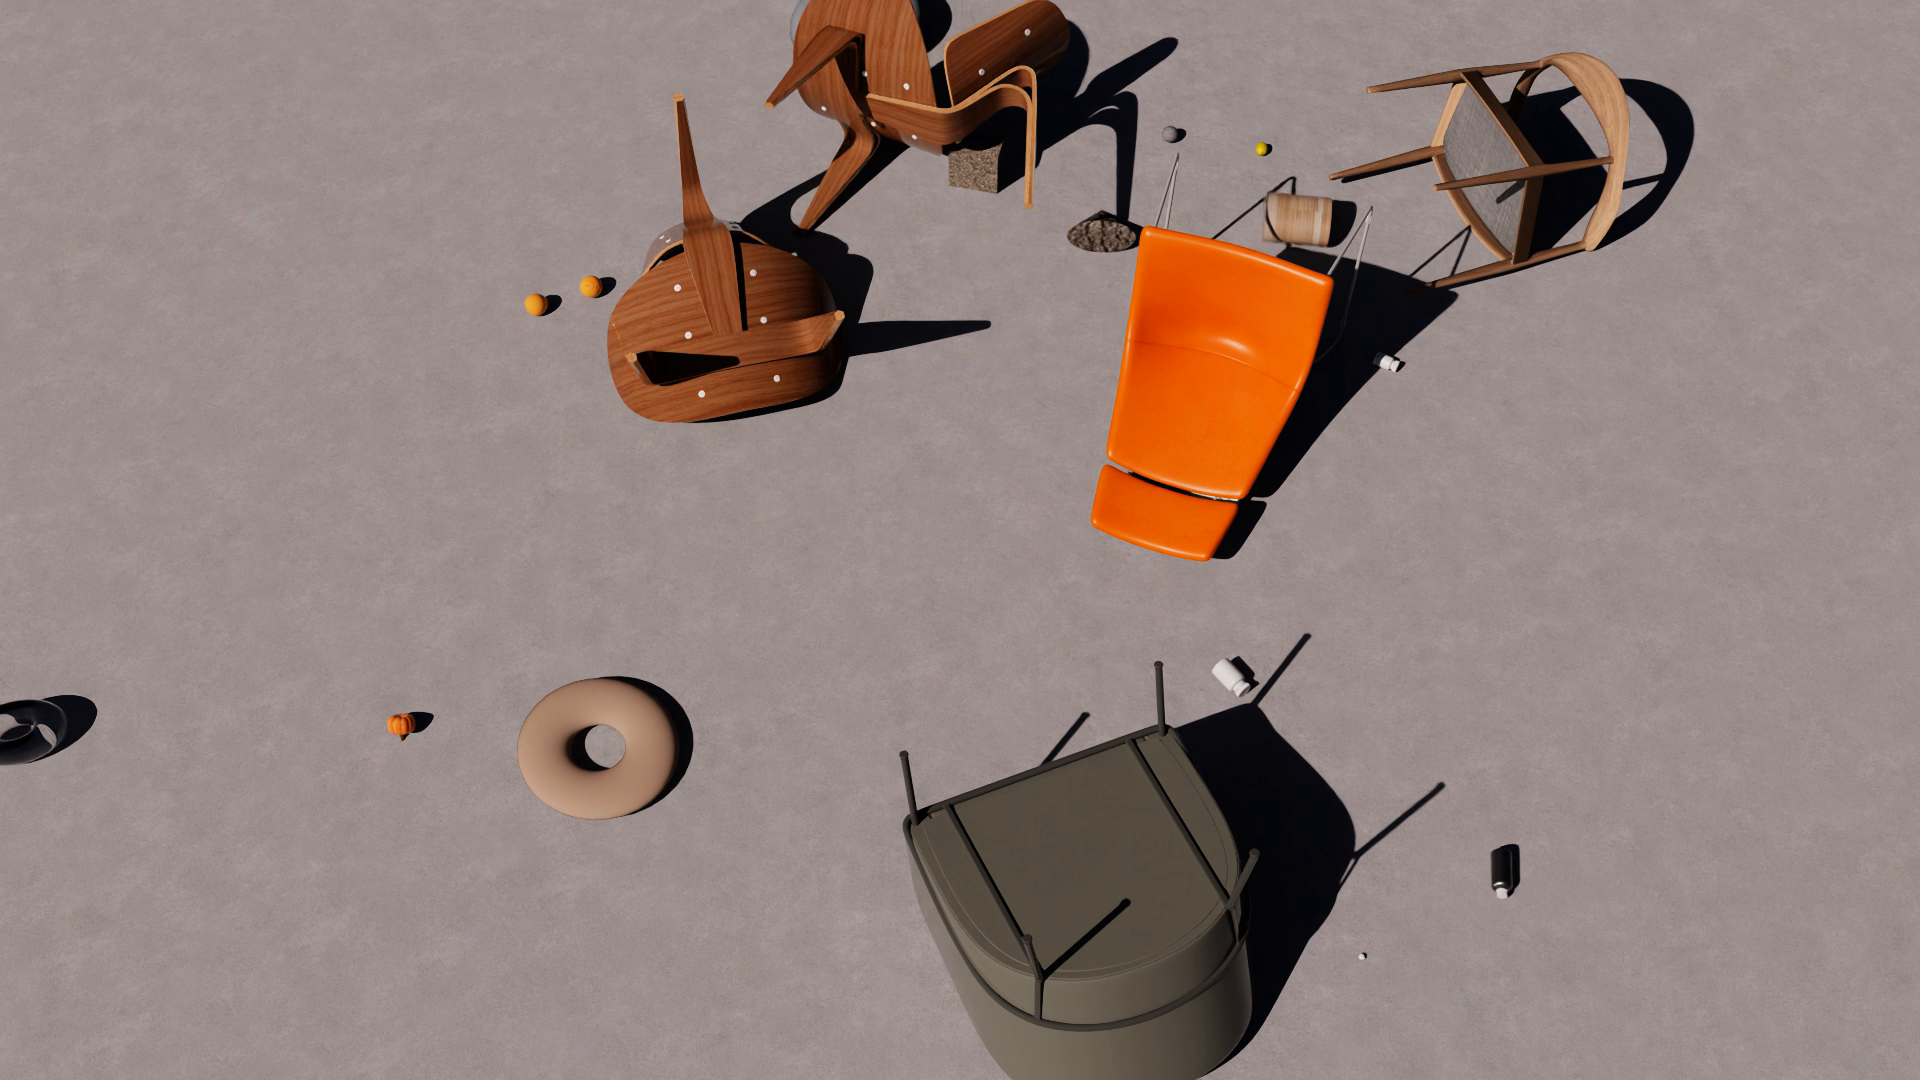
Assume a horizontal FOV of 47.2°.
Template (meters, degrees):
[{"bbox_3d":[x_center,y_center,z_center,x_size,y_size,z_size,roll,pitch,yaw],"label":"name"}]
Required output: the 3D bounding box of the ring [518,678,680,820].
[{"bbox_3d":[-1.011,0.580,6.146,0.466,0.066,0.436,30,62,19],"label":"ring"}]

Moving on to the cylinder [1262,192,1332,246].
[{"bbox_3d":[1.103,-1.050,7.200,0.211,0.129,0.168,6,71,4],"label":"cylinder"}]

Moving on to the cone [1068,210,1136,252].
[{"bbox_3d":[0.467,-1.044,7.241,0.224,0.118,0.179,2,38,3],"label":"cone"}]

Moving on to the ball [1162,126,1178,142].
[{"bbox_3d":[0.714,-1.378,7.465,0.056,0.056,0.056,0,56,0],"label":"ball"}]

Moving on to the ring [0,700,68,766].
[{"bbox_3d":[-2.640,0.539,6.156,0.281,0.097,0.186,-13,58,-10],"label":"ring"}]

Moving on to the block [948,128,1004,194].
[{"bbox_3d":[0.054,-1.260,7.318,0.166,0.168,0.101,11,57,7],"label":"block"}]

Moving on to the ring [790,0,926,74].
[{"bbox_3d":[-0.357,-1.804,7.687,0.484,0.165,0.405,-17,59,-12],"label":"ring"}]
